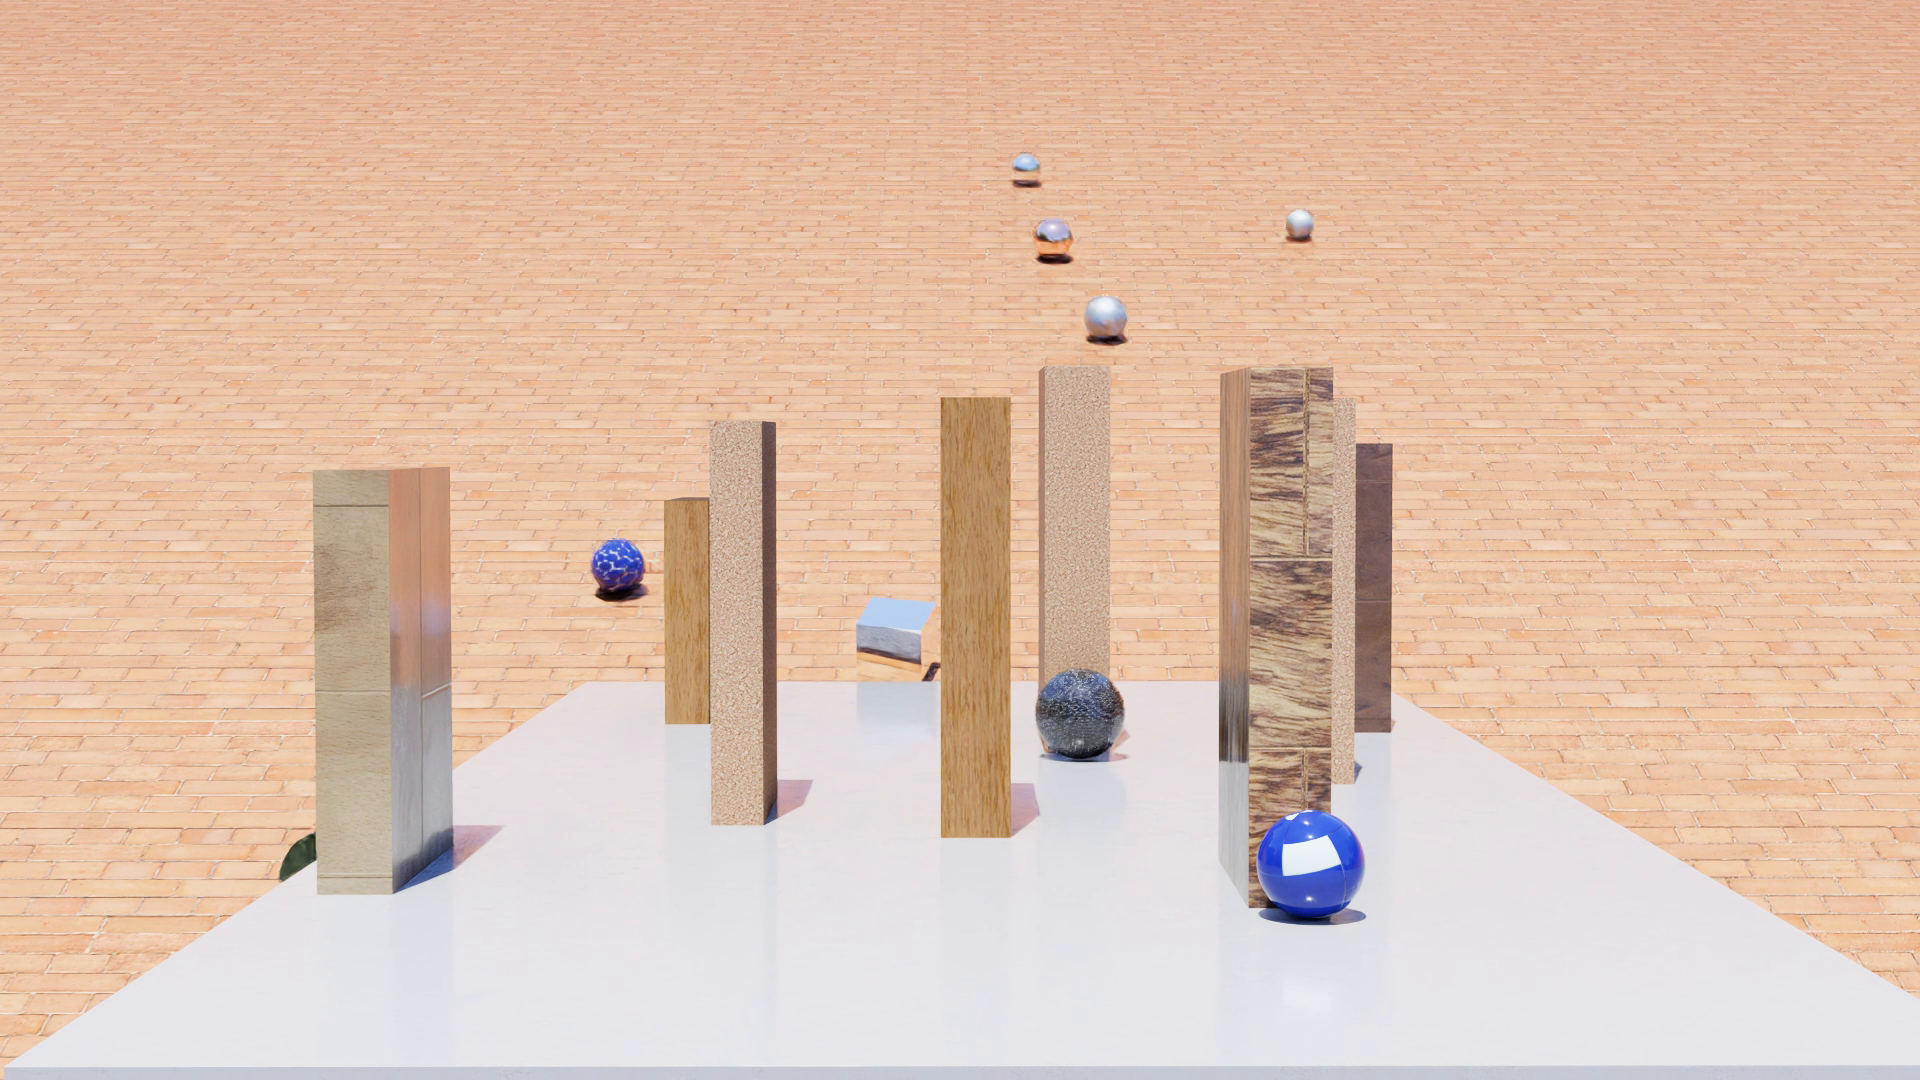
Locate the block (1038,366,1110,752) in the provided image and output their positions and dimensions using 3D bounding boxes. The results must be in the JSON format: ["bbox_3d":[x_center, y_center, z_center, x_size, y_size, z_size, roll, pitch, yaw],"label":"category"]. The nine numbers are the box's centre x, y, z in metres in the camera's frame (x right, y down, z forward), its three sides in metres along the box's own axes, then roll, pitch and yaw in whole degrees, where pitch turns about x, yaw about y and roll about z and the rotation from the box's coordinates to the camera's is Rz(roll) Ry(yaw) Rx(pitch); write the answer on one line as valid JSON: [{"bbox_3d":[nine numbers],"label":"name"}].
[{"bbox_3d":[0.230,0.032,5.234,0.128,0.759,0.382,0,2,0],"label":"block"}]

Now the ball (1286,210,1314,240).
[{"bbox_3d":[1.369,-1.271,10.376,0.117,0.117,0.117,0,23,0],"label":"ball"}]

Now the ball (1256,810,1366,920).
[{"bbox_3d":[0.452,0.418,3.314,0.140,0.140,0.140,0,23,0],"label":"ball"}]

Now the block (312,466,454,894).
[{"bbox_3d":[-0.822,0.185,3.693,0.102,0.576,0.424,0,2,0],"label":"block"}]

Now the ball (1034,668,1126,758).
[{"bbox_3d":[0.232,0.335,4.968,0.175,0.175,0.175,0,23,0],"label":"ball"}]

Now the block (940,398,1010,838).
[{"bbox_3d":[0.024,0.113,4.167,0.108,0.681,0.394,0,2,0],"label":"block"}]

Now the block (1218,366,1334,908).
[{"bbox_3d":[0.433,0.121,3.569,0.108,0.711,0.392,0,2,0],"label":"block"}]

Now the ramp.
[{"bbox_3d":[0.054,0.489,4.541,2.000,0.100,4.000,0,2,0],"label":"ramp"}]

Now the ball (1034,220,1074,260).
[{"bbox_3d":[0.366,-1.181,10.118,0.159,0.159,0.159,0,23,0],"label":"ball"}]

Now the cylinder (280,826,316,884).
[{"bbox_3d":[-1.101,0.589,4.606,0.186,0.186,0.186,-1,4,-2],"label":"cylinder"}]

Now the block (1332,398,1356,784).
[{"bbox_3d":[0.659,0.087,4.725,0.088,0.689,0.287,0,2,0],"label":"block"}]

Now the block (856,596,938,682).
[{"bbox_3d":[-0.165,0.272,6.756,0.174,0.174,0.174,5,24,12],"label":"block"}]

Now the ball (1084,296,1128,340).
[{"bbox_3d":[0.522,-0.795,9.234,0.155,0.155,0.155,0,23,0],"label":"ball"}]

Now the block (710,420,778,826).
[{"bbox_3d":[-0.356,0.127,4.262,0.083,0.646,0.326,0,2,0],"label":"block"}]

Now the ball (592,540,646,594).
[{"bbox_3d":[-0.959,0.076,7.235,0.151,0.151,0.151,0,23,0],"label":"ball"}]

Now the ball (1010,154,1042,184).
[{"bbox_3d":[0.284,-1.600,11.115,0.132,0.132,0.132,0,23,0],"label":"ball"}]

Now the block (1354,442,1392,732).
[{"bbox_3d":[0.834,0.095,5.539,0.139,0.607,0.303,0,2,0],"label":"block"}]

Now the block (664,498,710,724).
[{"bbox_3d":[-0.591,0.150,5.740,0.095,0.483,0.365,0,2,0],"label":"block"}]
